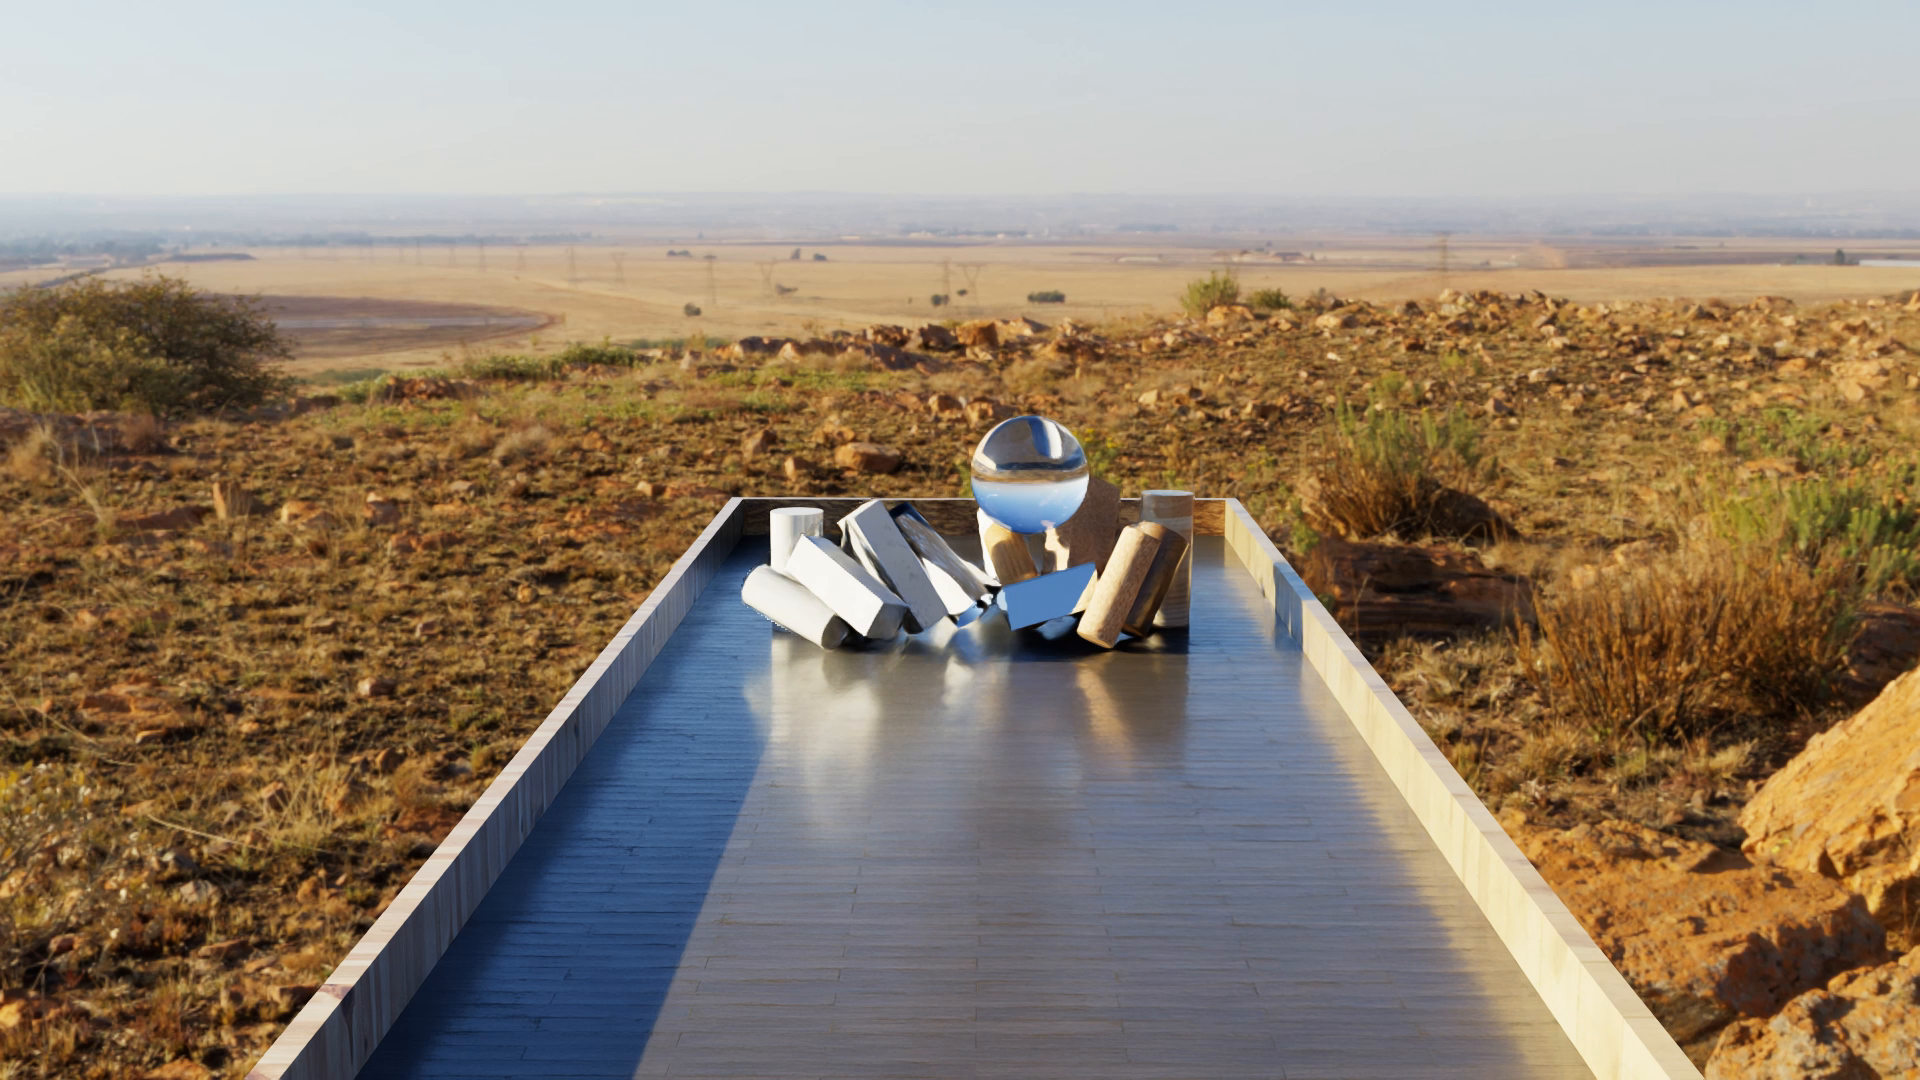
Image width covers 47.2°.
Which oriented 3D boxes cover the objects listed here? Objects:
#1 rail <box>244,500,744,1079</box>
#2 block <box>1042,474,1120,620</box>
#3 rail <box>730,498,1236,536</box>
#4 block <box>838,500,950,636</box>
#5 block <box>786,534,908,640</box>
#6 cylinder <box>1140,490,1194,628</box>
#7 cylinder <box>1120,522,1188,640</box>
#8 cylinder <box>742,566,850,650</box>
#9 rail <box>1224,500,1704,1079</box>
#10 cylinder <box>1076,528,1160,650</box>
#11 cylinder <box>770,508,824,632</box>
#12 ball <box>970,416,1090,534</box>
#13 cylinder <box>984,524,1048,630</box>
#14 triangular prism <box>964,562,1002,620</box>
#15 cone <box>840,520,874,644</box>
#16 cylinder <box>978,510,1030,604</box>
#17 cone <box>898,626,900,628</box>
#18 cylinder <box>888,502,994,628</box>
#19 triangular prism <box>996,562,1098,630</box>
[{"bbox_3d":[-1.004,0.839,3.234,0.050,0.150,12.000,0,9,1],"label":"rail"},{"bbox_3d":[0.399,0.016,7.342,0.166,0.443,0.166,23,-32,-22],"label":"block"},{"bbox_3d":[0.099,-0.098,9.147,2.100,0.150,0.050,0,9,1],"label":"rail"},{"bbox_3d":[-0.212,0.088,7.017,0.114,0.431,0.114,-37,11,-28],"label":"block"},{"bbox_3d":[-0.352,0.146,6.820,0.412,0.124,0.124,38,17,37],"label":"block"},{"bbox_3d":[0.673,0.061,7.217,0.173,0.434,0.173,1,7,0],"label":"cylinder"},{"bbox_3d":[0.583,0.128,7.008,0.170,0.335,0.170,25,-11,5],"label":"cylinder"},{"bbox_3d":[-0.514,0.211,6.908,0.334,0.139,0.139,28,22,29],"label":"cylinder"},{"bbox_3d":[1.046,0.843,3.208,0.050,0.150,12.000,0,9,1],"label":"rail"},{"bbox_3d":[0.494,0.150,6.863,0.124,0.365,0.124,25,-10,5],"label":"cylinder"},{"bbox_3d":[-0.530,0.096,7.180,0.172,0.383,0.172,0,9,0],"label":"cylinder"},{"bbox_3d":[0.228,-0.213,7.211,0.390,0.390,0.390,0,9,0],"label":"ball"},{"bbox_3d":[0.190,0.112,7.304,0.132,0.132,0.442,-2,35,-13],"label":"cylinder"},{"bbox_3d":[0.008,0.135,7.451,0.122,0.140,0.331,45,-5,-26],"label":"triangular prism"},{"bbox_3d":[-0.359,0.122,6.964,0.170,0.393,0.170,0,7,0],"label":"cone"},{"bbox_3d":[0.161,0.038,7.667,0.163,0.163,0.449,-1,35,-5],"label":"cylinder"},{"bbox_3d":[-0.250,0.100,7.192,0.114,0.372,0.114,0,9,0],"label":"cone"},{"bbox_3d":[-0.089,0.081,7.226,0.425,0.159,0.159,48,29,17],"label":"cylinder"},{"bbox_3d":[0.284,0.155,7.022,0.310,0.128,0.148,-15,47,-11],"label":"triangular prism"}]
